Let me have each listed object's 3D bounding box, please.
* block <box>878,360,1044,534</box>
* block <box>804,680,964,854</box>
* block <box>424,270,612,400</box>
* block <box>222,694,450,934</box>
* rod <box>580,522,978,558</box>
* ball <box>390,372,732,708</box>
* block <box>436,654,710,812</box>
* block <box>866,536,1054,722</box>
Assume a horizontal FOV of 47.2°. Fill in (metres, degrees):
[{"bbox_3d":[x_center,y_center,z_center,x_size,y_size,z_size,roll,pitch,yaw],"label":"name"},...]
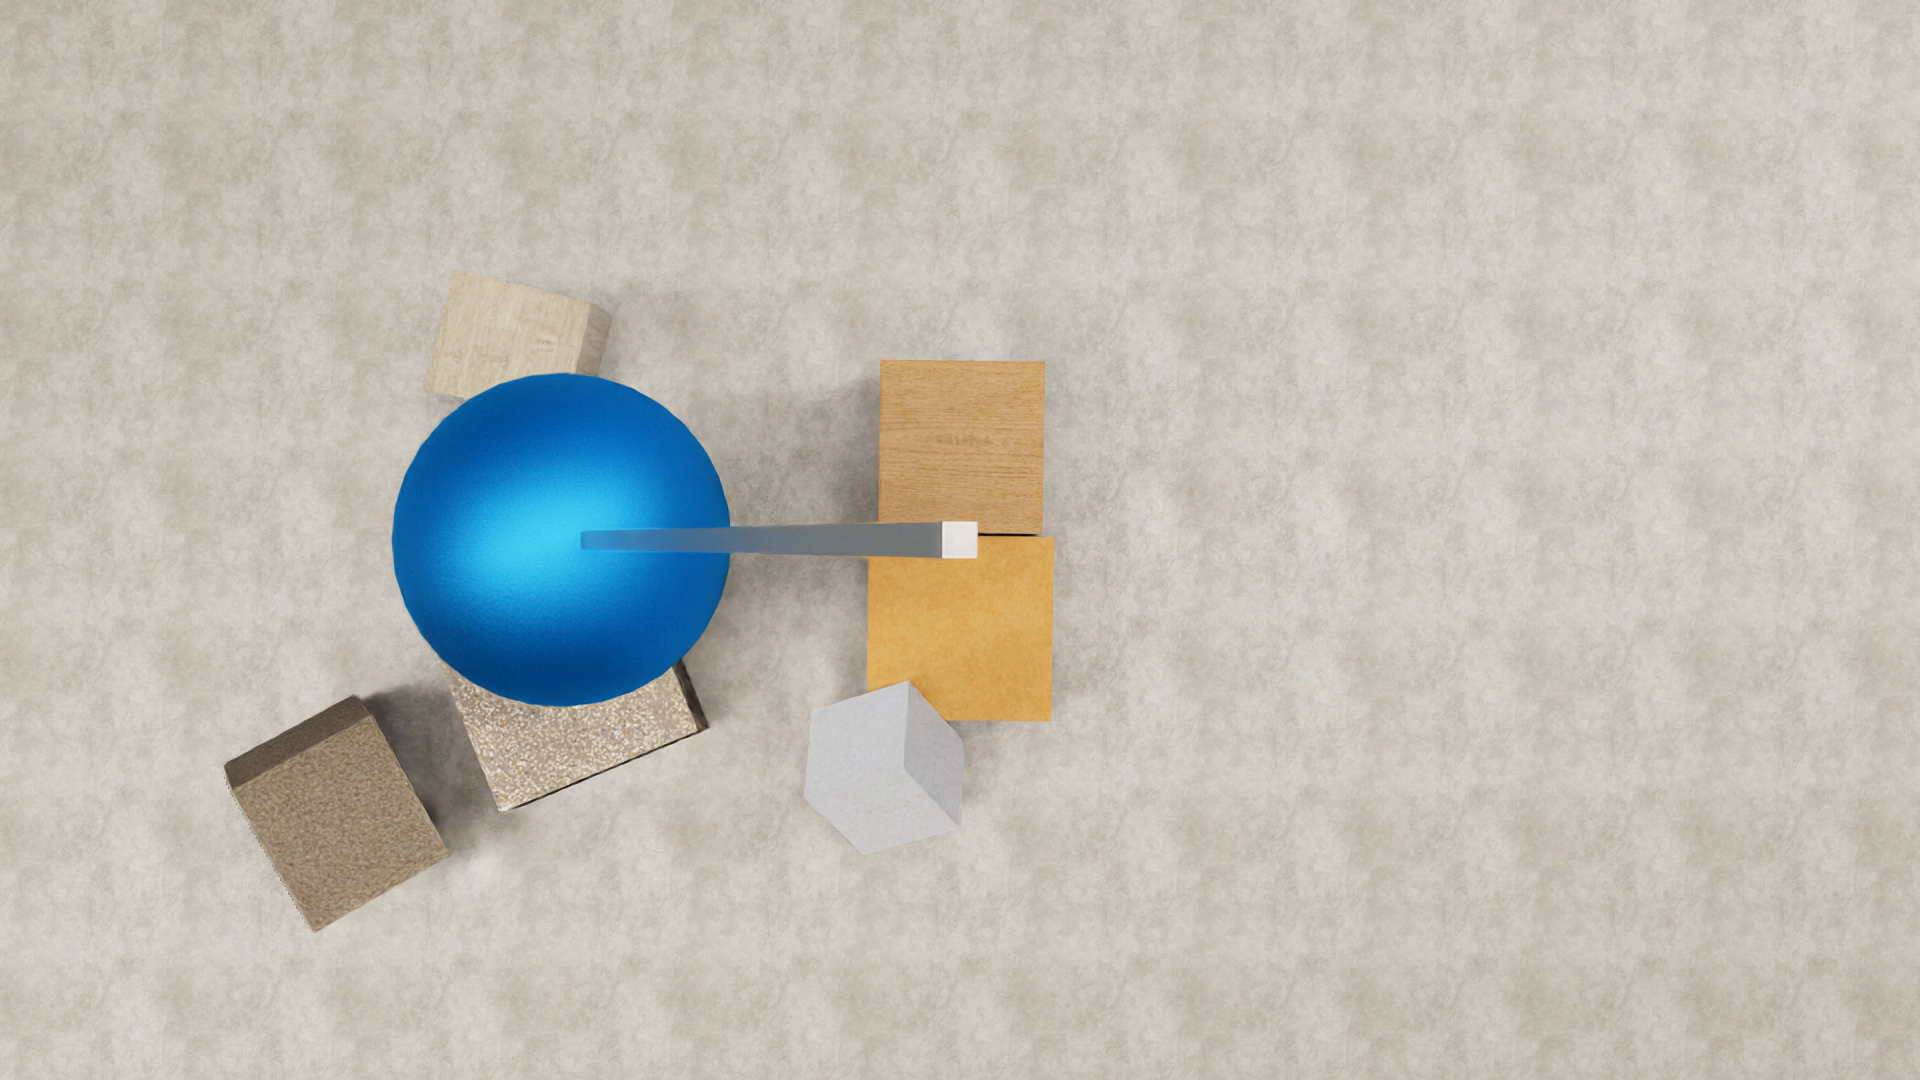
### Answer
[{"bbox_3d":[0.008,-0.508,12.487,0.896,1.026,0.938,1,90,0],"label":"block"},{"bbox_3d":[-0.403,1.245,11.974,0.610,0.577,0.623,-19,135,22],"label":"block"},{"bbox_3d":[-2.523,-1.086,12.637,0.797,0.725,0.688,14,90,0],"label":"block"},{"bbox_3d":[-3.508,1.512,12.343,0.820,0.888,0.906,-30,103,-17],"label":"block"},{"bbox_3d":[-0.822,0.000,7.296,0.080,5.200,0.080,0,90,-18],"label":"rod"},{"bbox_3d":[-1.897,0.000,10.522,1.600,1.600,1.600,0,90,0],"label":"ball"},{"bbox_3d":[-2.161,0.855,12.437,1.148,1.001,0.948,-22,87,-4],"label":"block"},{"bbox_3d":[0.001,0.484,12.561,1.019,0.877,1.017,1,90,0],"label":"block"}]
